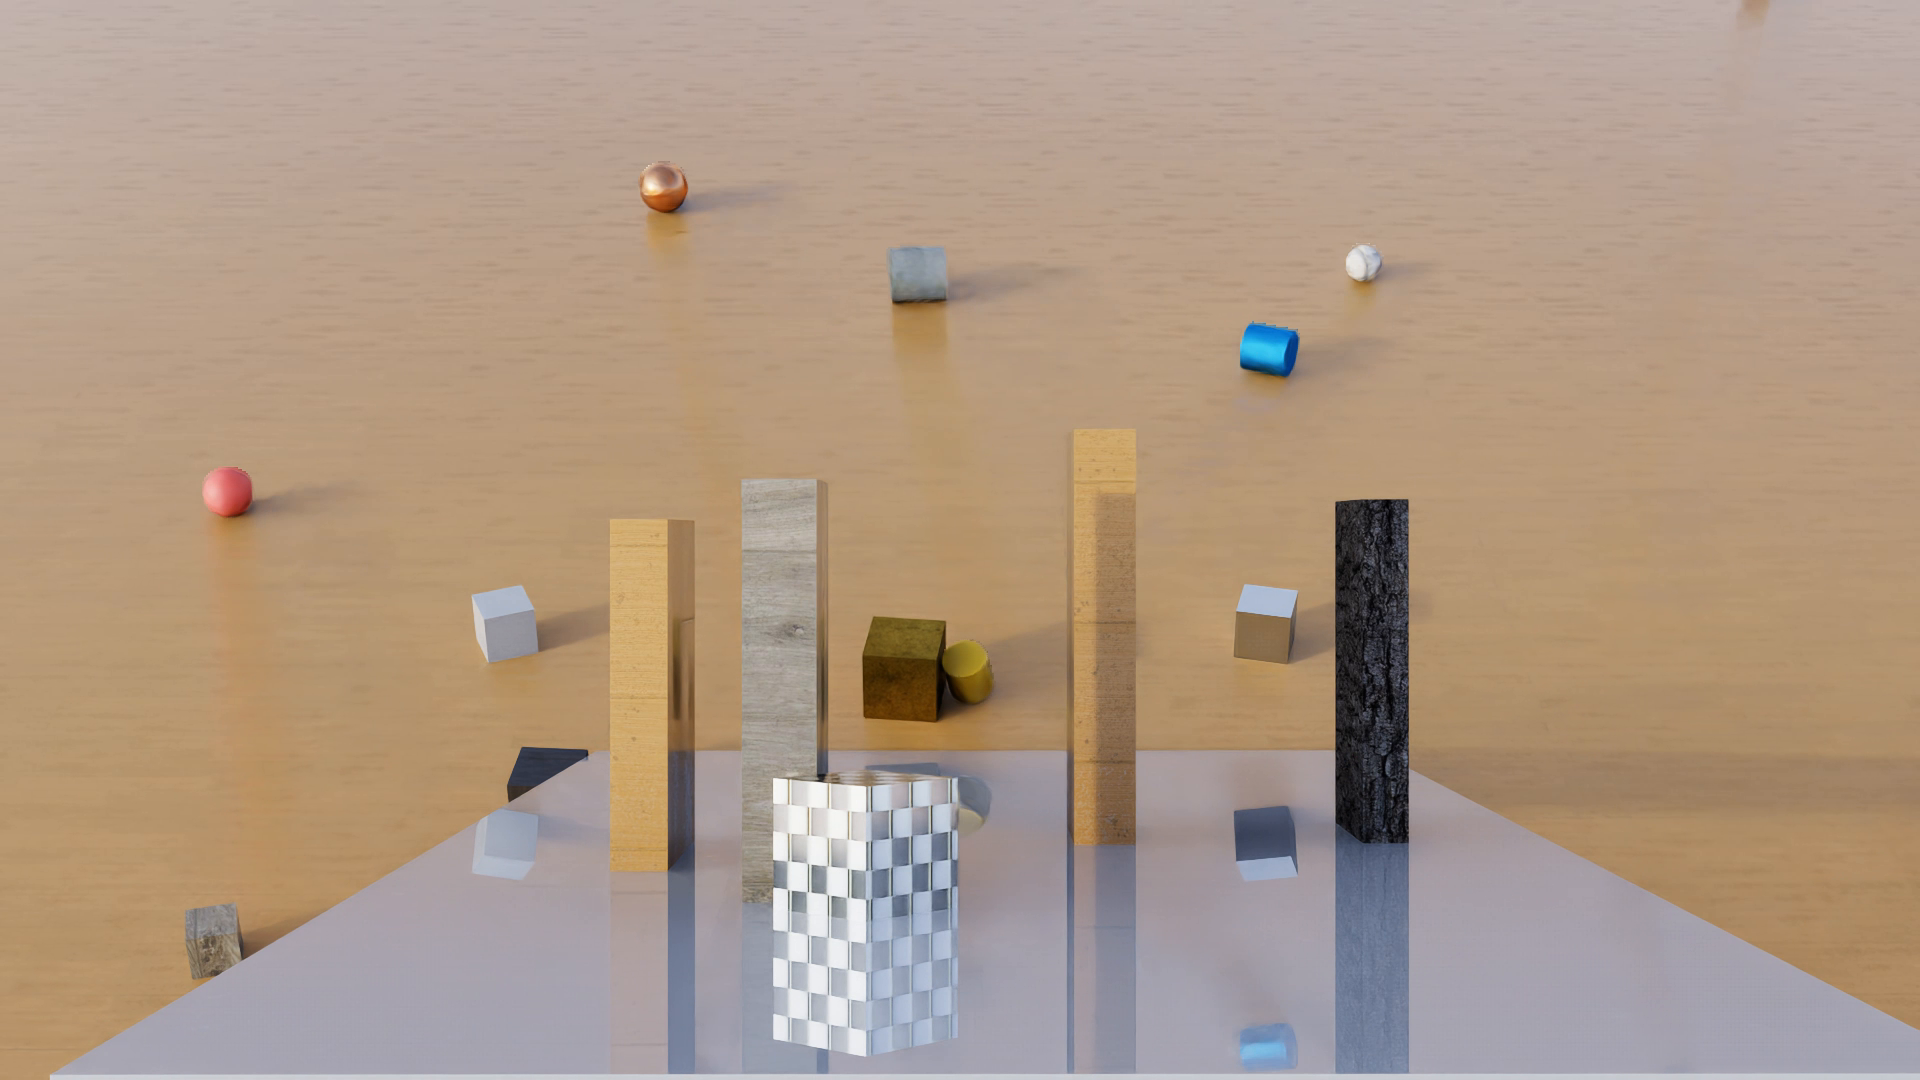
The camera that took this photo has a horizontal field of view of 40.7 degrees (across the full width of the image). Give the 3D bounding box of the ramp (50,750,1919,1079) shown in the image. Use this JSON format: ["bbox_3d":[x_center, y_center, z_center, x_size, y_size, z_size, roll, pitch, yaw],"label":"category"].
[{"bbox_3d":[0.067,0.594,4.650,2.000,0.100,4.000,0,0,0],"label":"ramp"}]

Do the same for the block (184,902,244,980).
[{"bbox_3d":[-1.736,0.933,6.023,0.116,0.116,0.116,-7,31,-12],"label":"block"}]

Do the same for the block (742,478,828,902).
[{"bbox_3d":[-0.272,0.226,4.067,0.113,0.638,0.345,0,0,0],"label":"block"}]

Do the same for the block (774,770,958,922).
[{"bbox_3d":[-0.140,0.449,3.834,0.193,0.193,0.193,0,0,43],"label":"block"}]

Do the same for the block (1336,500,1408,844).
[{"bbox_3d":[0.764,0.235,4.812,0.083,0.617,0.340,0,0,0],"label":"block"}]

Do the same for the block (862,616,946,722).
[{"bbox_3d":[-0.148,0.347,6.965,0.199,0.199,0.199,3,30,6],"label":"block"}]

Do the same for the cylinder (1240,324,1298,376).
[{"bbox_3d":[1.043,-0.640,8.737,0.155,0.155,0.155,13,32,21],"label":"cylinder"}]

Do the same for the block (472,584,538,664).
[{"bbox_3d":[-1.270,0.234,7.220,0.142,0.142,0.142,-12,32,-20],"label":"block"}]

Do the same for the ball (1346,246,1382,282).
[{"bbox_3d":[1.467,-1.005,9.401,0.130,0.130,0.130,0,30,0],"label":"ball"}]

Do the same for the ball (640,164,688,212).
[{"bbox_3d":[-1.140,-1.355,9.957,0.185,0.185,0.185,0,30,0],"label":"ball"}]

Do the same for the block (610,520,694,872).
[{"bbox_3d":[-0.529,0.255,4.478,0.095,0.579,0.439,0,0,0],"label":"block"}]

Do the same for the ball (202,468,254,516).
[{"bbox_3d":[-2.228,-0.144,7.876,0.147,0.147,0.147,0,30,0],"label":"ball"}]

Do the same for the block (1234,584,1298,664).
[{"bbox_3d":[0.852,0.234,7.211,0.151,0.151,0.151,7,31,12],"label":"block"}]

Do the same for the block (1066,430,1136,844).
[{"bbox_3d":[0.259,0.173,4.776,0.110,0.742,0.313,0,0,0],"label":"block"}]

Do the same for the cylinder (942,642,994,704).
[{"bbox_3d":[0.021,0.358,6.977,0.120,0.120,0.120,-7,49,8],"label":"cylinder"}]

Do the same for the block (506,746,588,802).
[{"bbox_3d":[-1.026,0.639,6.484,0.169,0.169,0.169,2,30,4],"label":"block"}]

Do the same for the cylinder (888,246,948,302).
[{"bbox_3d":[-0.151,-0.948,9.237,0.192,0.192,0.192,-3,30,-5],"label":"cylinder"}]
